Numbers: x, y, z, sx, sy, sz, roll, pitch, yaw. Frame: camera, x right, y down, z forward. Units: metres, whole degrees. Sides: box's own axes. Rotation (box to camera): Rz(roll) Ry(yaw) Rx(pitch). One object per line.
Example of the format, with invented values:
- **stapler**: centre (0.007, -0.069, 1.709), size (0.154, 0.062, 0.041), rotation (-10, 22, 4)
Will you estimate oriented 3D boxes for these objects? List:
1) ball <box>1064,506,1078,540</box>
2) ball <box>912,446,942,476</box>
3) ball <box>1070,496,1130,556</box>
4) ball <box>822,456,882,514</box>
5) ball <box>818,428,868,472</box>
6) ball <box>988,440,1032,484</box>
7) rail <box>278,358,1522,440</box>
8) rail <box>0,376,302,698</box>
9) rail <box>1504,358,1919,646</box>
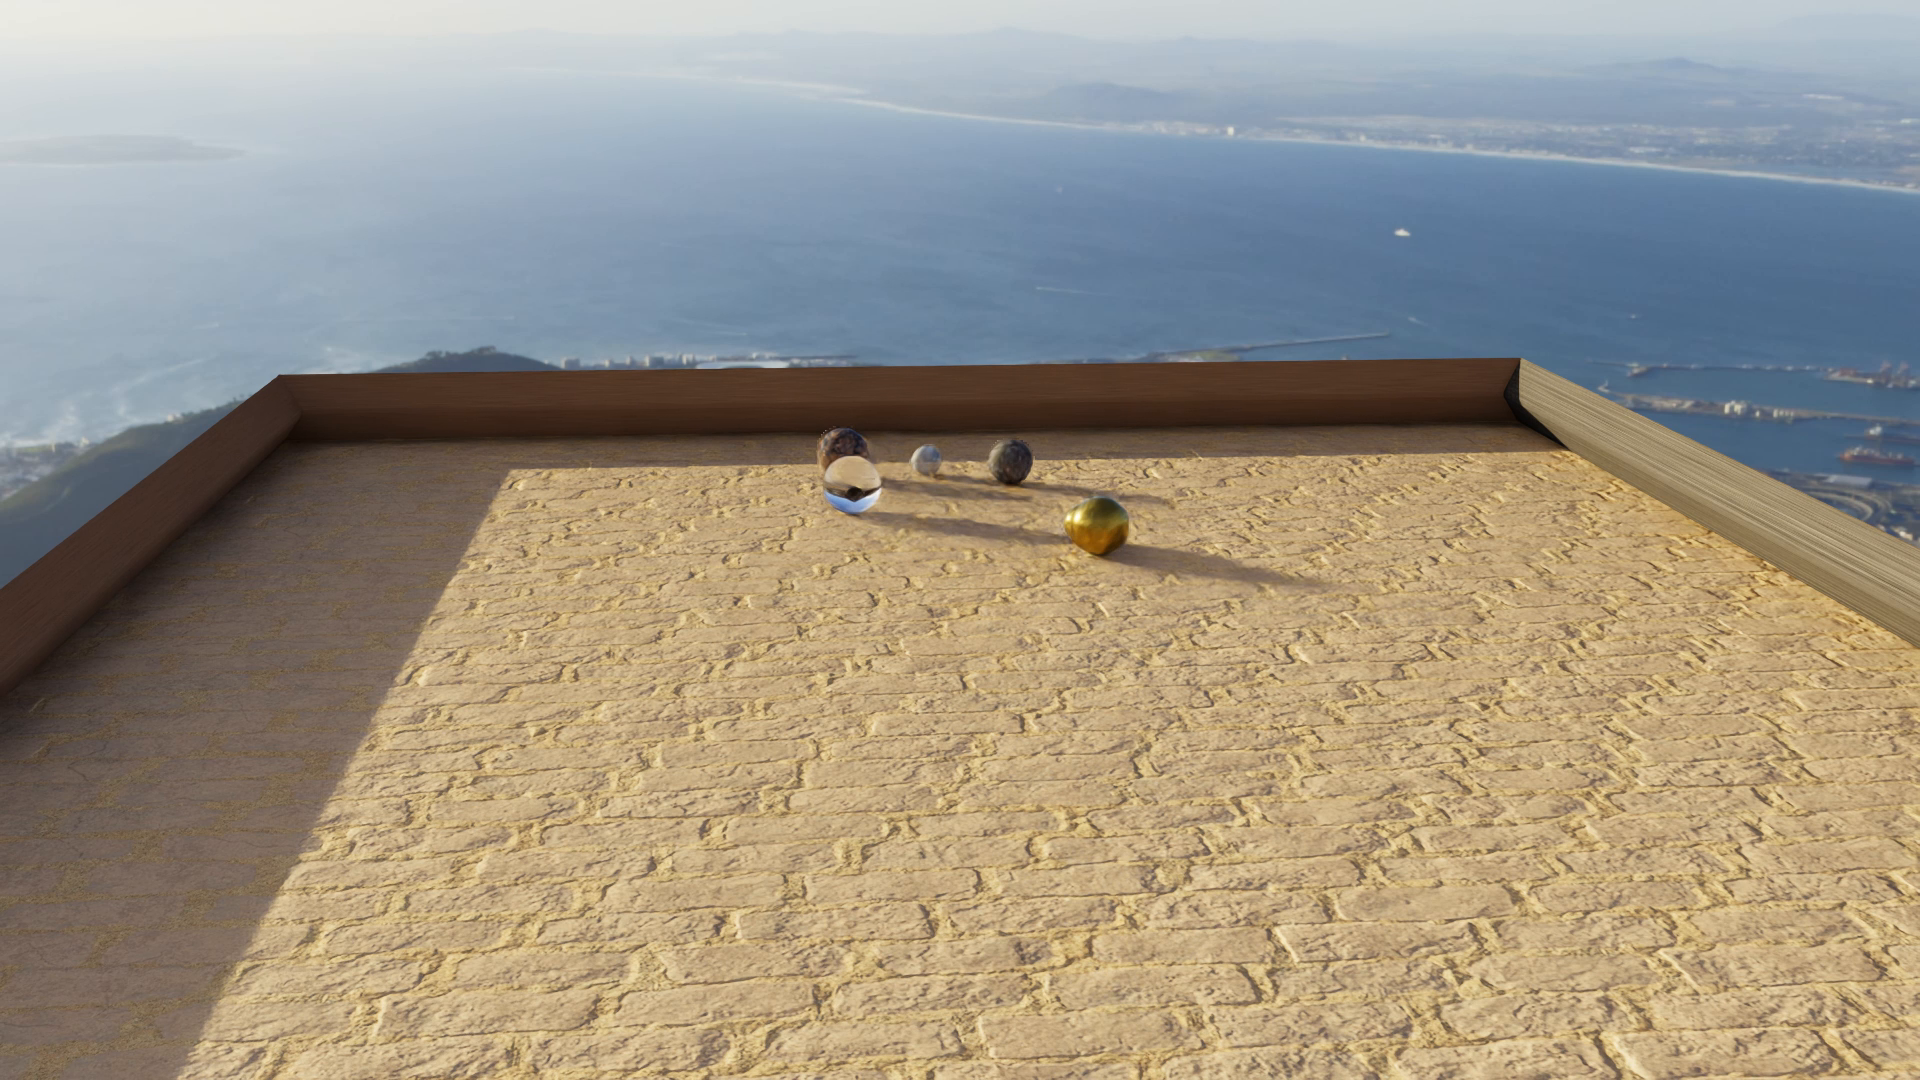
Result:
- **ball**: centre (0.172, -0.023, 3.064), size (0.054, 0.054, 0.054), rotation (0, 14, 0)
- **ball**: centre (-0.053, -0.126, 3.498), size (0.047, 0.047, 0.047), rotation (0, 14, 0)
- **ball**: centre (0.191, -0.019, 2.995), size (0.081, 0.081, 0.081), rotation (0, 14, 0)
- **ball**: centre (-0.159, -0.081, 3.233), size (0.087, 0.087, 0.087), rotation (0, 14, 0)
- **ball**: centre (-0.184, -0.137, 3.472), size (0.080, 0.080, 0.080), rotation (0, 14, 0)
- **ball**: centre (0.079, -0.122, 3.436), size (0.068, 0.068, 0.068), rotation (0, 14, 0)
- **rail**: centre (-0.077, -0.243, 3.832), size (2.176, 0.113, 0.045), rotation (-1, 14, -5)
- **rail**: centre (-0.981, 0.225, 1.935), size (0.045, 0.113, 3.791), rotation (-1, 14, -5)
- **rail**: centre (1.140, 0.182, 2.108), size (0.045, 0.113, 3.791), rotation (-1, 14, -5)
